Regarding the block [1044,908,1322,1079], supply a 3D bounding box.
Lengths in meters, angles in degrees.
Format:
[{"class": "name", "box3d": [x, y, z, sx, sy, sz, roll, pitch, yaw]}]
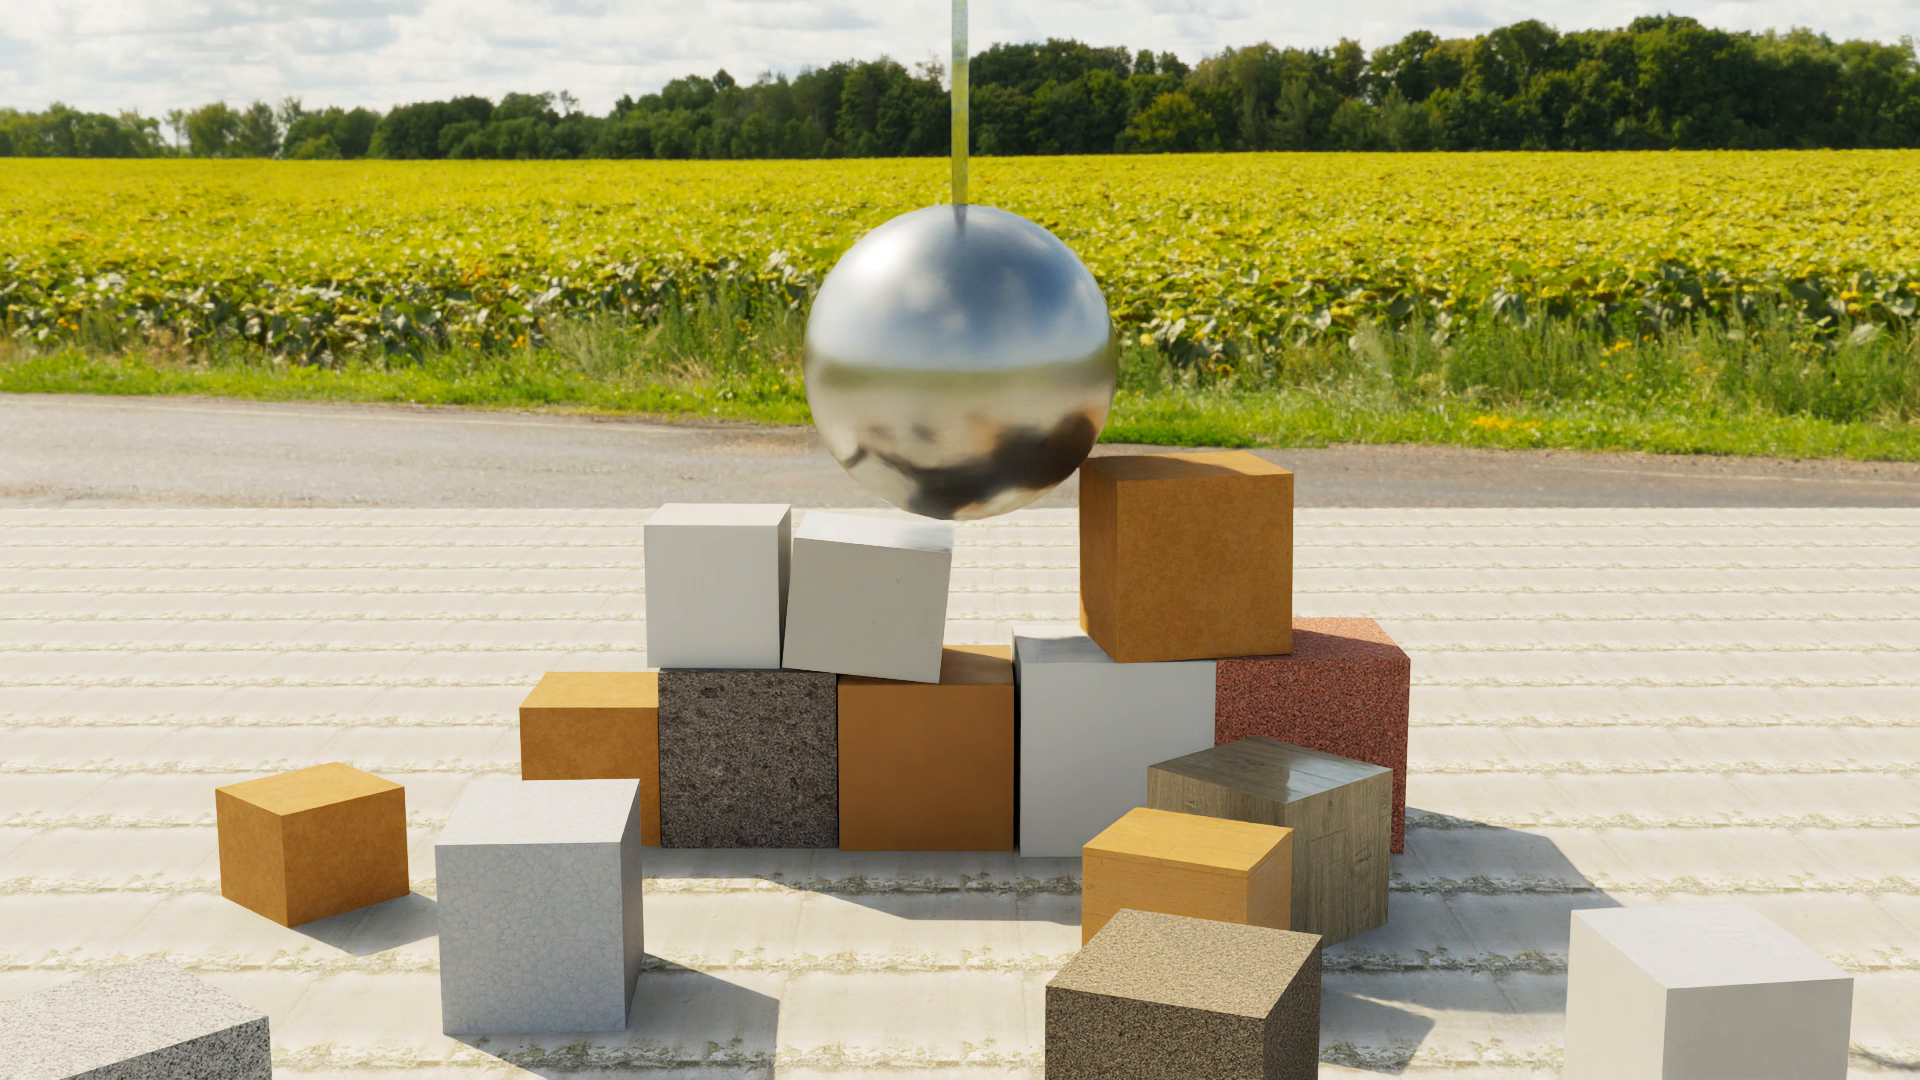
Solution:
[{"class": "block", "box3d": [0.783, 1.801, 7.613, 0.746, 0.733, 0.812, 4, 11, 22]}]

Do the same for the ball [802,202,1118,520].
[{"class": "ball", "box3d": [0.000, -0.897, 11.121, 1.600, 1.600, 1.600, 0, 10, 0]}]

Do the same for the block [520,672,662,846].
[{"class": "block", "box3d": [-1.852, 1.121, 11.388, 0.690, 0.720, 0.747, 0, 10, 0]}]

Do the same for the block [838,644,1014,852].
[{"class": "block", "box3d": [-0.168, 1.058, 11.361, 0.871, 0.854, 0.886, 0, 10, 0]}]

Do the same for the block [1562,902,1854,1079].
[{"class": "block", "box3d": [2.638, 1.772, 7.829, 0.672, 0.712, 0.767, -2, 10, -8]}]

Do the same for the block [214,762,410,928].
[{"class": "block", "box3d": [-3.034, 1.414, 10.311, 0.608, 0.528, 0.632, 10, 14, 43]}]

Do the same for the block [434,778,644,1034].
[{"class": "block", "box3d": [-1.720, 1.499, 9.122, 0.722, 0.786, 0.868, -1, 10, -3]}]

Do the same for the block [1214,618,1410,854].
[{"class": "block", "box3d": [1.725, 0.990, 11.337, 0.956, 0.996, 0.966, 0, 10, -1]}]

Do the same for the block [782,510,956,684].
[{"class": "block", "box3d": [-0.452, 0.278, 11.207, 0.780, 0.659, 0.787, 6, 10, 0]}]

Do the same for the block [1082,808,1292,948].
[{"class": "block", "box3d": [0.949, 1.556, 9.164, 0.704, 0.659, 0.603, 5, 11, 25]}]

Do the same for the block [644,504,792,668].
[{"class": "block", "box3d": [-1.222, 0.225, 11.232, 0.663, 0.725, 0.647, 0, 10, 2]}]

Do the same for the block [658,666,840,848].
[{"class": "block", "box3d": [-1.055, 1.030, 11.366, 0.884, 0.907, 0.817, 0, 10, 0]}]

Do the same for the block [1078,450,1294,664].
[{"class": "block", "box3d": [1.127, 0.068, 11.117, 0.885, 0.901, 0.821, -3, 10, -10]}]

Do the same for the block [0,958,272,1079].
[{"class": "block", "box3d": [-2.716, 1.894, 6.879, 0.719, 0.811, 0.862, 10, 14, 43]}]

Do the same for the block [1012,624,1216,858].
[{"class": "block", "box3d": [0.764, 1.009, 11.262, 0.954, 0.986, 0.869, 0, 10, -2]}]

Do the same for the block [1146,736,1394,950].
[{"class": "block", "box3d": [1.393, 1.380, 9.948, 0.767, 0.726, 0.786, -9, 14, -42]}]

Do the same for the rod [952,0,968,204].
[{"class": "rod", "box3d": [0.000, -4.231, 10.456, 0.080, 5.200, 0.080, 0, 11, 0]}]
